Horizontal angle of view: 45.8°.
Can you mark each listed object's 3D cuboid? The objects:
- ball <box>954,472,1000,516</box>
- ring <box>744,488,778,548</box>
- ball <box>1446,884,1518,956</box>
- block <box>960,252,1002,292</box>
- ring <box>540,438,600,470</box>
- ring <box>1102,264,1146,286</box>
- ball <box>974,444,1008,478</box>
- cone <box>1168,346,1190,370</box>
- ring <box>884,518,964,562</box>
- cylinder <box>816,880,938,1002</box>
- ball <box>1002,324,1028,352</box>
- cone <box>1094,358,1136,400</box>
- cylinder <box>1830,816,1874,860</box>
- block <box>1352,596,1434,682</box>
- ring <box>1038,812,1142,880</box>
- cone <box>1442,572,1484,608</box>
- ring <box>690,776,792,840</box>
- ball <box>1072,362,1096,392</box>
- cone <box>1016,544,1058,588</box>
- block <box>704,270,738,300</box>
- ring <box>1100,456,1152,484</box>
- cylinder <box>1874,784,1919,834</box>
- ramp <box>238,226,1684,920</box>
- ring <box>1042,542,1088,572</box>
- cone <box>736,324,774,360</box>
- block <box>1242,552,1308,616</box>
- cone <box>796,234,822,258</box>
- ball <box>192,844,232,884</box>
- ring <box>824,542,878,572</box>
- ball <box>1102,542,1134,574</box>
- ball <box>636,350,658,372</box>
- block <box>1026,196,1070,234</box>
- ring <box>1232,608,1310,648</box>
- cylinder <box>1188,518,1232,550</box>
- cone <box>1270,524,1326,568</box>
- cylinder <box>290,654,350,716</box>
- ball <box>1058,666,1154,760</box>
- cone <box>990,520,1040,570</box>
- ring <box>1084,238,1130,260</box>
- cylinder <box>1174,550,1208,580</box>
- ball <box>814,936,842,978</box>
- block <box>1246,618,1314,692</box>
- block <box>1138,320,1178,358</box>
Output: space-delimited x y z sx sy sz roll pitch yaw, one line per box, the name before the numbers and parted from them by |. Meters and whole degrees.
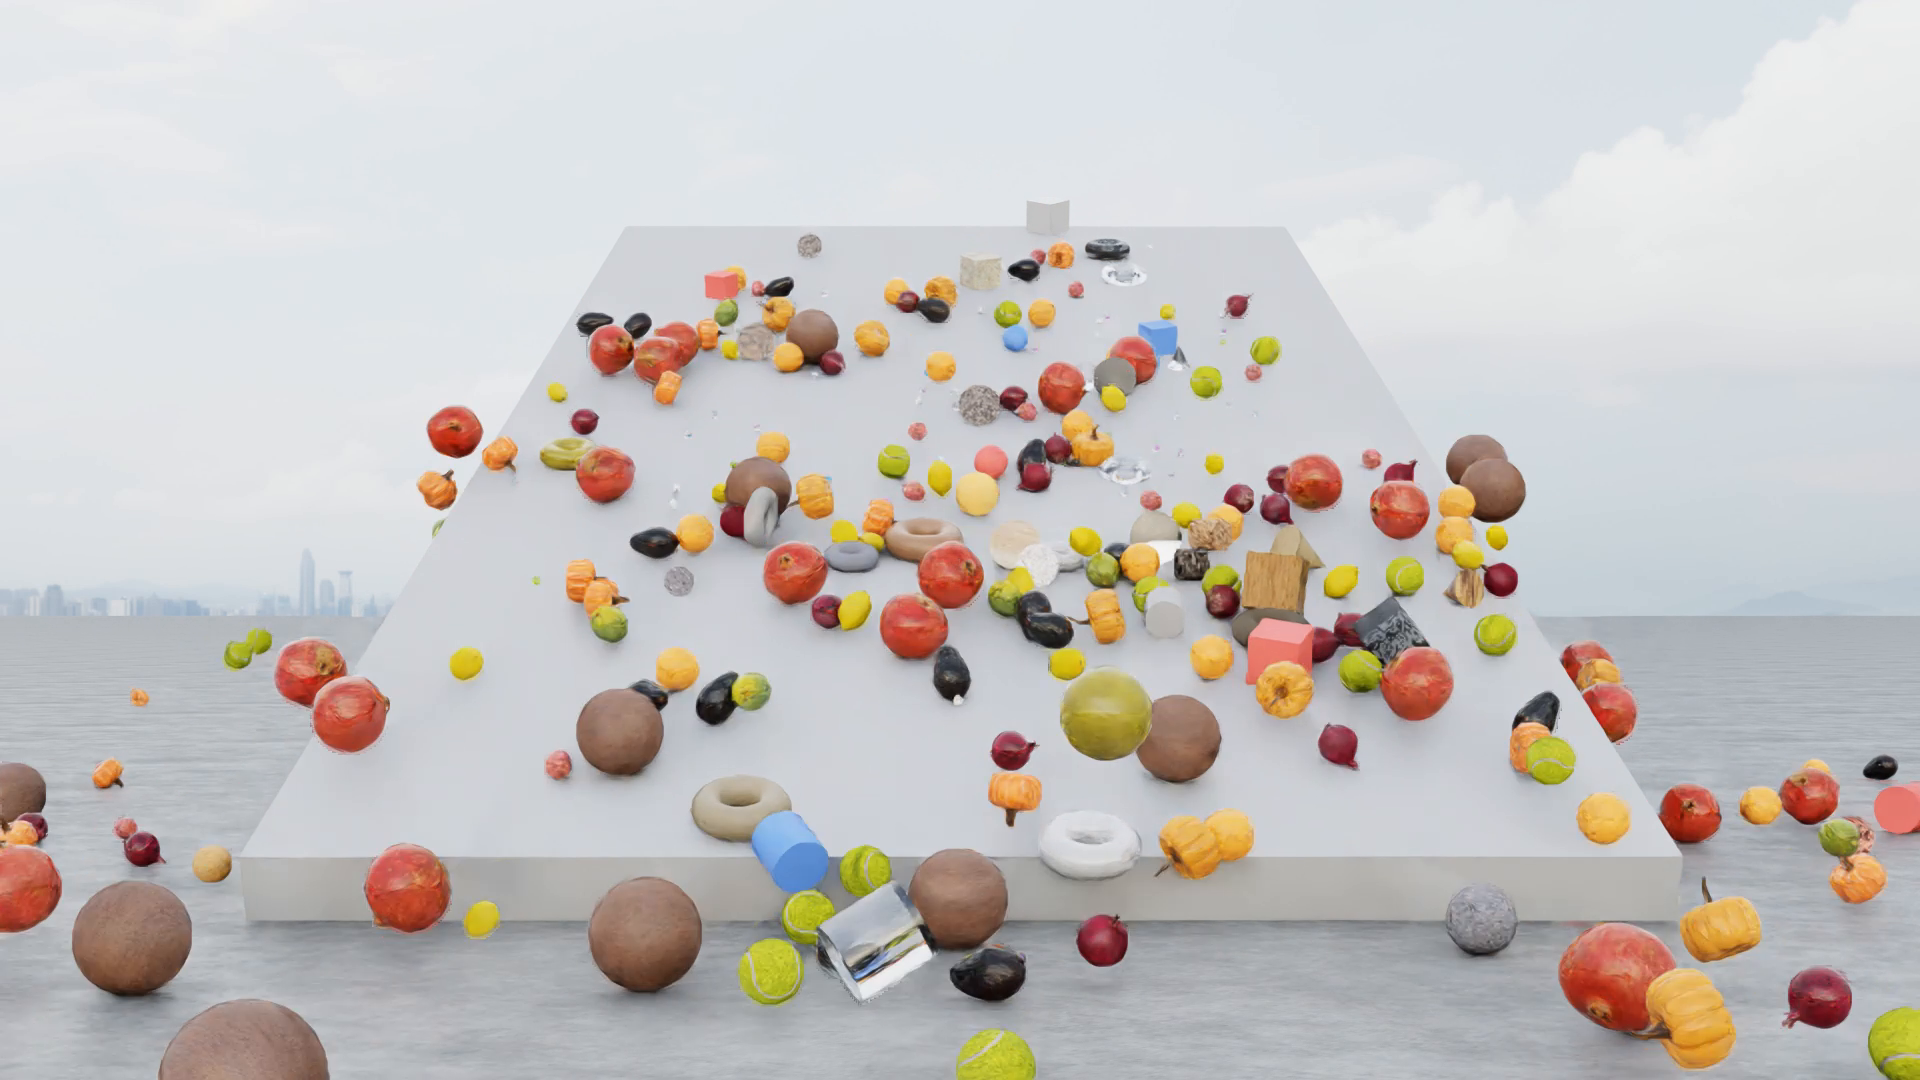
ball | 0.033 -0.091 4.448 0.087 0.087 0.087 0 -2 0
ring | -0.374 -0.043 4.268 0.038 0.115 0.115 11 1 14
ball | 0.657 0.479 2.863 0.088 0.088 0.088 0 -2 0
block | 0.055 -0.731 6.180 0.084 0.084 0.084 -11 23 -27
ring | -0.816 -0.181 4.752 0.128 0.043 0.128 1 20 0
ring | 0.450 -0.727 6.230 0.124 0.041 0.124 3 23 -1
ball | 0.063 -0.160 4.660 0.070 0.070 0.070 0 -2 0
cone | 0.524 -0.441 5.439 0.055 0.055 0.055 0 20 0
ring | -0.068 -0.001 4.260 0.150 0.050 0.150 1 20 0
cylinder | -0.090 0.436 2.472 0.096 0.096 0.096 -30 7 -15
ball | 0.136 -0.495 5.570 0.065 0.065 0.065 0 -2 0
cone | 0.360 -0.365 5.250 0.098 0.098 0.098 0 -6 6
cylinder | 1.566 0.522 3.988 0.070 0.070 0.070 -1 -2 23
block | 0.703 0.159 3.692 0.082 0.082 0.082 -38 23 10
ring | 0.179 0.420 3.129 0.145 0.048 0.145 1 22 0
cone | 0.883 0.091 4.043 0.070 0.070 0.070 1 -1 -33
ring | -0.311 0.381 3.233 0.143 0.048 0.143 1 21 0
ball | 0.291 -0.377 5.250 0.066 0.066 0.066 0 -2 0
cone | 0.130 0.051 4.140 0.078 0.078 0.078 0 -7 -14
block | -0.637 -0.680 6.069 0.062 0.062 0.062 11 23 28
ring | 0.342 -0.144 4.668 0.108 0.036 0.108 1 20 0
cylinder | 1.849 0.524 4.432 0.093 0.093 0.093 1 -2 -43
ramp | -0.005 -0.210 5.038 2.000 0.100 4.000 0 20 0
ring | 0.187 0.031 4.201 0.098 0.033 0.098 0 22 0
cone | -0.491 -0.474 5.544 0.092 0.092 0.092 0 -7 5
block | 0.547 0.076 3.943 0.096 0.096 0.096 6 -4 16
cone | -0.424 -0.835 6.529 0.074 0.074 0.074 0 -12 14
ball | -1.157 0.501 3.517 0.060 0.060 0.060 0 -2 0
ring | -0.202 0.031 4.197 0.103 0.034 0.103 1 19 0
ball | 0.290 0.033 4.154 0.060 0.060 0.060 0 -2 0
ball | -0.742 -0.424 5.395 0.050 0.050 0.050 0 -2 0
block | 0.264 -0.976 6.829 0.092 0.092 0.092 17 26 38
ring | 0.529 0.153 3.856 0.135 0.045 0.135 0 19 0
cylinder | 0.462 -0.010 4.191 0.059 0.059 0.059 1 0 44
cone | 0.636 0.033 4.182 0.096 0.096 0.096 22 -10 -21
cylinder | -1.090 0.253 3.906 0.084 0.084 0.084 -1 -30 32
ball | 0.141 0.168 2.195 0.091 0.091 0.091 0 -2 0
cone | 0.102 0.014 4.229 0.094 0.094 0.094 0 -6 0
ring | 0.424 -0.835 6.519 0.131 0.044 0.131 1 19 0
cylinder | 0.420 0.045 4.129 0.055 0.055 0.055 0 -2 -3
ball | -0.139 0.484 2.684 0.066 0.066 0.066 0 -2 0
block | 0.522 0.187 3.705 0.085 0.085 0.085 9 22 22
block | 0.484 -0.493 5.561 0.069 0.069 0.069 -8 22 -22
